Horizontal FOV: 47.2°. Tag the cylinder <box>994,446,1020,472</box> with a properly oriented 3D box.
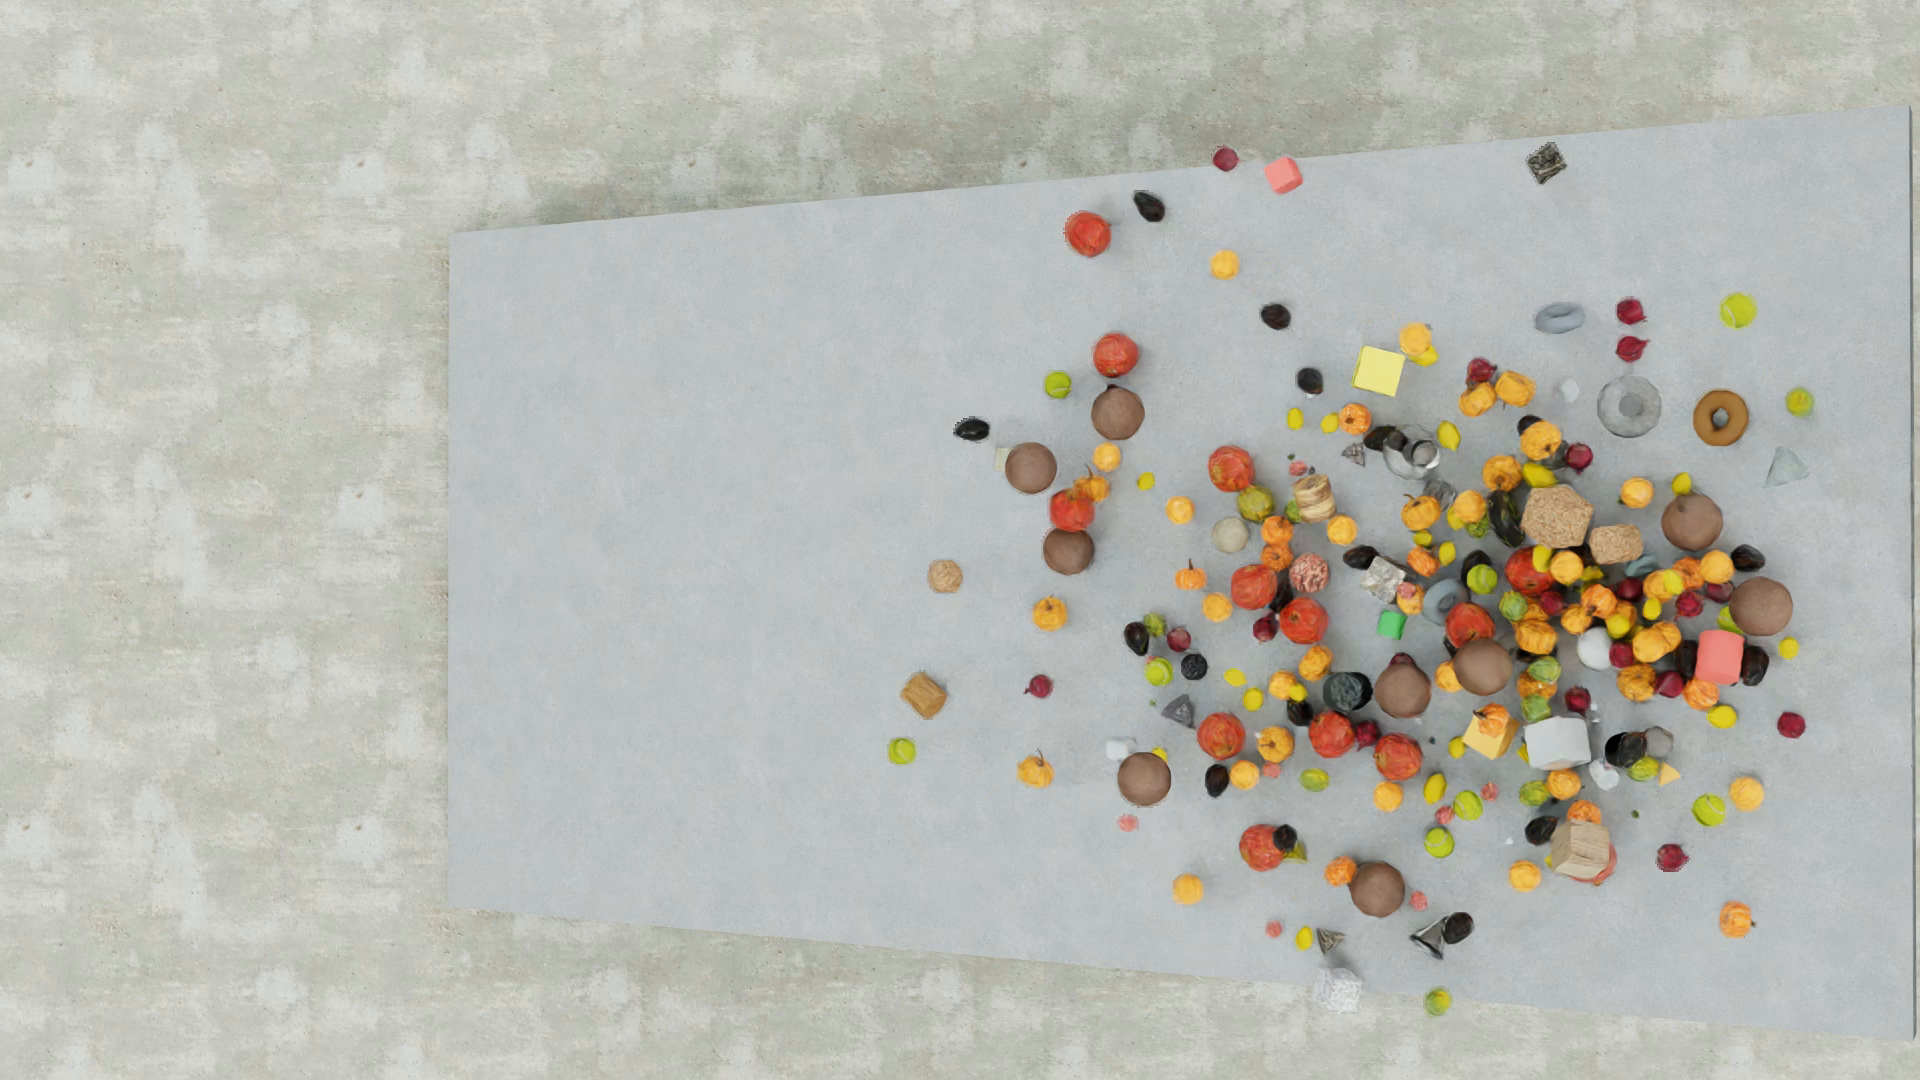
[{"bbox_3d":[0.120,-0.206,5.654,0.057,0.057,0.057,10,96,0],"label":"cylinder"}]

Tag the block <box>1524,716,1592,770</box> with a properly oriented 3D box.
[{"bbox_3d":[1.338,0.457,4.924,0.095,0.095,0.095,8,68,-32],"label":"block"}]

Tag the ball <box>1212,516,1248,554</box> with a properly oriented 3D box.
[{"bbox_3d":[0.649,-0.012,5.284,0.090,0.090,0.090,0,89,0],"label":"ball"}]

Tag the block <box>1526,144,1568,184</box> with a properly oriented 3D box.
[{"bbox_3d":[1.334,-0.855,5.005,0.064,0.064,0.064,-34,90,12],"label":"block"}]

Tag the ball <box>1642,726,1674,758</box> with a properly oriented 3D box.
[{"bbox_3d":[1.553,0.450,4.895,0.070,0.070,0.070,0,89,0],"label":"ball"}]

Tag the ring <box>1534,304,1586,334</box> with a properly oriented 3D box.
[{"bbox_3d":[1.360,-0.502,4.987,0.114,0.114,0.038,-17,115,0],"label":"ring"}]

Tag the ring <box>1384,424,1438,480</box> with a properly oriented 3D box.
[{"bbox_3d":[1.055,-0.205,5.148,0.134,0.045,0.134,1,87,-10],"label":"ring"}]

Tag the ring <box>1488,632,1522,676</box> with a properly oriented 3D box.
[{"bbox_3d":[1.246,0.260,5.032,0.036,0.107,0.107,30,89,33],"label":"ring"}]

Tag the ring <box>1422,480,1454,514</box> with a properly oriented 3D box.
[{"bbox_3d":[1.117,-0.102,5.141,0.028,0.083,0.083,17,89,-44],"label":"ring"}]

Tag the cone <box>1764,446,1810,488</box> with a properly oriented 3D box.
[{"bbox_3d":[1.715,-0.134,4.613,0.087,0.087,0.087,-41,90,-6],"label":"cone"}]

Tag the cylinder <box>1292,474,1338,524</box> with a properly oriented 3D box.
[{"bbox_3d":[0.841,-0.098,5.218,0.088,0.088,0.088,-19,107,0],"label":"cylinder"}]

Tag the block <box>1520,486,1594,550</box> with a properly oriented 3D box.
[{"bbox_3d":[1.326,-0.051,4.888,0.099,0.099,0.099,-7,123,-27],"label":"block"}]

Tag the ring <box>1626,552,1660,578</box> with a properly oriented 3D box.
[{"bbox_3d":[1.524,0.056,4.911,0.080,0.080,0.027,-19,60,0],"label":"ring"}]

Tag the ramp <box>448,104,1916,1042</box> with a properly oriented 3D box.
[{"bbox_3d":[0.278,0.078,5.658,4.000,0.100,2.000,0,89,27],"label":"ramp"}]

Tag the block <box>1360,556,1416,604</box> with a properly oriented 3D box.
[{"bbox_3d":[1.007,0.094,5.175,0.084,0.084,0.084,33,104,24],"label":"block"}]

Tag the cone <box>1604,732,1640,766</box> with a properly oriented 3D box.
[{"bbox_3d":[1.467,0.457,4.920,0.080,0.080,0.080,-1,104,-3],"label":"cone"}]

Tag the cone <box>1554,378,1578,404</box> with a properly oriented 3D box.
[{"bbox_3d":[1.373,-0.342,5.005,0.057,0.057,0.057,0,89,27],"label":"cone"}]

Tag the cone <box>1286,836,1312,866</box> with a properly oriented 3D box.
[{"bbox_3d":[0.808,0.740,5.289,0.066,0.066,0.066,-6,57,0],"label":"cone"}]

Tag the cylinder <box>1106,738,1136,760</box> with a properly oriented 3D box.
[{"bbox_3d":[0.402,0.524,5.501,0.055,0.055,0.055,-1,89,28],"label":"cylinder"}]

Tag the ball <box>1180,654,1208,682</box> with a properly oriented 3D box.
[{"bbox_3d":[0.576,0.313,5.406,0.068,0.068,0.068,0,89,0],"label":"ball"}]

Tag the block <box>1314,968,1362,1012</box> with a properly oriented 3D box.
[{"bbox_3d":[0.893,1.064,5.201,0.076,0.076,0.076,7,100,-20],"label":"block"}]

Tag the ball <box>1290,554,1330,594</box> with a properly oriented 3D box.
[{"bbox_3d":[0.836,0.080,5.258,0.095,0.095,0.095,0,89,0],"label":"ball"}]

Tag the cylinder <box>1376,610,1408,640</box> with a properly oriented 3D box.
[{"bbox_3d":[1.016,0.199,5.176,0.057,0.057,0.057,18,87,0],"label":"cylinder"}]

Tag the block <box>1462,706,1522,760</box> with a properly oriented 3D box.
[{"bbox_3d":[1.221,0.441,5.052,0.083,0.083,0.083,31,111,28],"label":"block"}]

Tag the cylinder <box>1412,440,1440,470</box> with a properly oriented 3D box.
[{"bbox_3d":[1.078,-0.198,5.089,0.060,0.060,0.060,-3,81,19],"label":"cylinder"}]

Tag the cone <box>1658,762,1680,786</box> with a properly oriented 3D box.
[{"bbox_3d":[1.567,0.530,4.887,0.050,0.050,0.050,39,88,0],"label":"cone"}]

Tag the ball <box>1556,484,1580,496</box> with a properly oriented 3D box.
[{"bbox_3d":[1.368,-0.088,4.992,0.080,0.080,0.080,0,89,0],"label":"ball"}]

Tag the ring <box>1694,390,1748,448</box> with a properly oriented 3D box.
[{"bbox_3d":[1.673,-0.268,4.838,0.043,0.128,0.128,2,89,-41],"label":"ring"}]

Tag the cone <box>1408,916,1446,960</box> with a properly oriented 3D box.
[{"bbox_3d":[1.111,0.915,5.134,0.095,0.095,0.095,37,79,0],"label":"cone"}]

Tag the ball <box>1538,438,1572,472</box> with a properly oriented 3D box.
[{"bbox_3d":[1.355,-0.193,5.004,0.073,0.073,0.073,0,89,0],"label":"ball"}]

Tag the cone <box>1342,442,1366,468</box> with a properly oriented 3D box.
[{"bbox_3d":[0.949,-0.194,5.236,0.059,0.059,0.059,-29,116,0],"label":"cone"}]

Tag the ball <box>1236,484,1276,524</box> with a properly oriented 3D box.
[{"bbox_3d":[0.717,-0.086,5.322,0.094,0.094,0.094,0,89,0],"label":"ball"}]

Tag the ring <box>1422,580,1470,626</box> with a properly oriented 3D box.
[{"bbox_3d":[1.129,0.145,5.104,0.118,0.039,0.118,-6,115,-14],"label":"ring"}]

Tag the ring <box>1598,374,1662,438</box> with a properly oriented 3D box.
[{"bbox_3d":[1.499,-0.299,4.924,0.143,0.048,0.143,0,91,4],"label":"ring"}]

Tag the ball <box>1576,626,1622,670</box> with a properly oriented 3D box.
[{"bbox_3d":[1.437,0.243,4.942,0.098,0.098,0.098,0,89,0],"label":"ball"}]

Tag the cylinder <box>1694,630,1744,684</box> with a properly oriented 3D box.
[{"bbox_3d":[1.661,0.256,4.809,0.093,0.093,0.093,13,74,0],"label":"cylinder"}]

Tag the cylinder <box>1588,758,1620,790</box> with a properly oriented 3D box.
[{"bbox_3d":[1.440,0.522,4.917,0.051,0.051,0.051,-4,120,-7],"label":"cylinder"}]

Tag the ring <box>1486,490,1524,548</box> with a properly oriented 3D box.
[{"bbox_3d":[1.228,-0.049,4.952,0.046,0.139,0.139,-23,89,25],"label":"ring"}]

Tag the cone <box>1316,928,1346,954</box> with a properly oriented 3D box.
[{"bbox_3d":[0.894,0.953,5.256,0.065,0.065,0.065,-13,89,0],"label":"cone"}]

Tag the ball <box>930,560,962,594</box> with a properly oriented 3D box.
[{"bbox_3d":[-0.037,0.095,5.716,0.088,0.088,0.088,0,89,0],"label":"ball"}]

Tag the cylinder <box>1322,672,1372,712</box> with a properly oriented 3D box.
[{"bbox_3d":[0.919,0.359,5.213,0.092,0.092,0.092,0,89,28],"label":"cylinder"}]

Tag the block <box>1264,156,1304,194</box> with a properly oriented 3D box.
[{"bbox_3d":[0.782,-0.880,5.315,0.062,0.062,0.062,-27,77,25],"label":"block"}]

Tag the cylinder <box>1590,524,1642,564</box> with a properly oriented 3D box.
[{"bbox_3d":[1.447,0.008,4.851,0.082,0.082,0.082,-9,89,44],"label":"cylinder"}]

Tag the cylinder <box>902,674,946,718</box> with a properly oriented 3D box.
[{"bbox_3d":[-0.093,0.406,5.740,0.084,0.084,0.084,40,89,26],"label":"cylinder"}]

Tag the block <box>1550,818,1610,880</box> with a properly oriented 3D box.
[{"bbox_3d":[1.361,0.679,4.825,0.090,0.090,0.090,14,55,-8],"label":"block"}]

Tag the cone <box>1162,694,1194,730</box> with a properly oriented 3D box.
[{"bbox_3d":[0.556,0.439,5.433,0.083,0.083,0.083,-38,100,0],"label":"cone"}]

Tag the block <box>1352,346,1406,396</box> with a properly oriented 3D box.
[{"bbox_3d":[0.982,-0.396,5.168,0.097,0.097,0.097,14,95,4],"label":"block"}]
